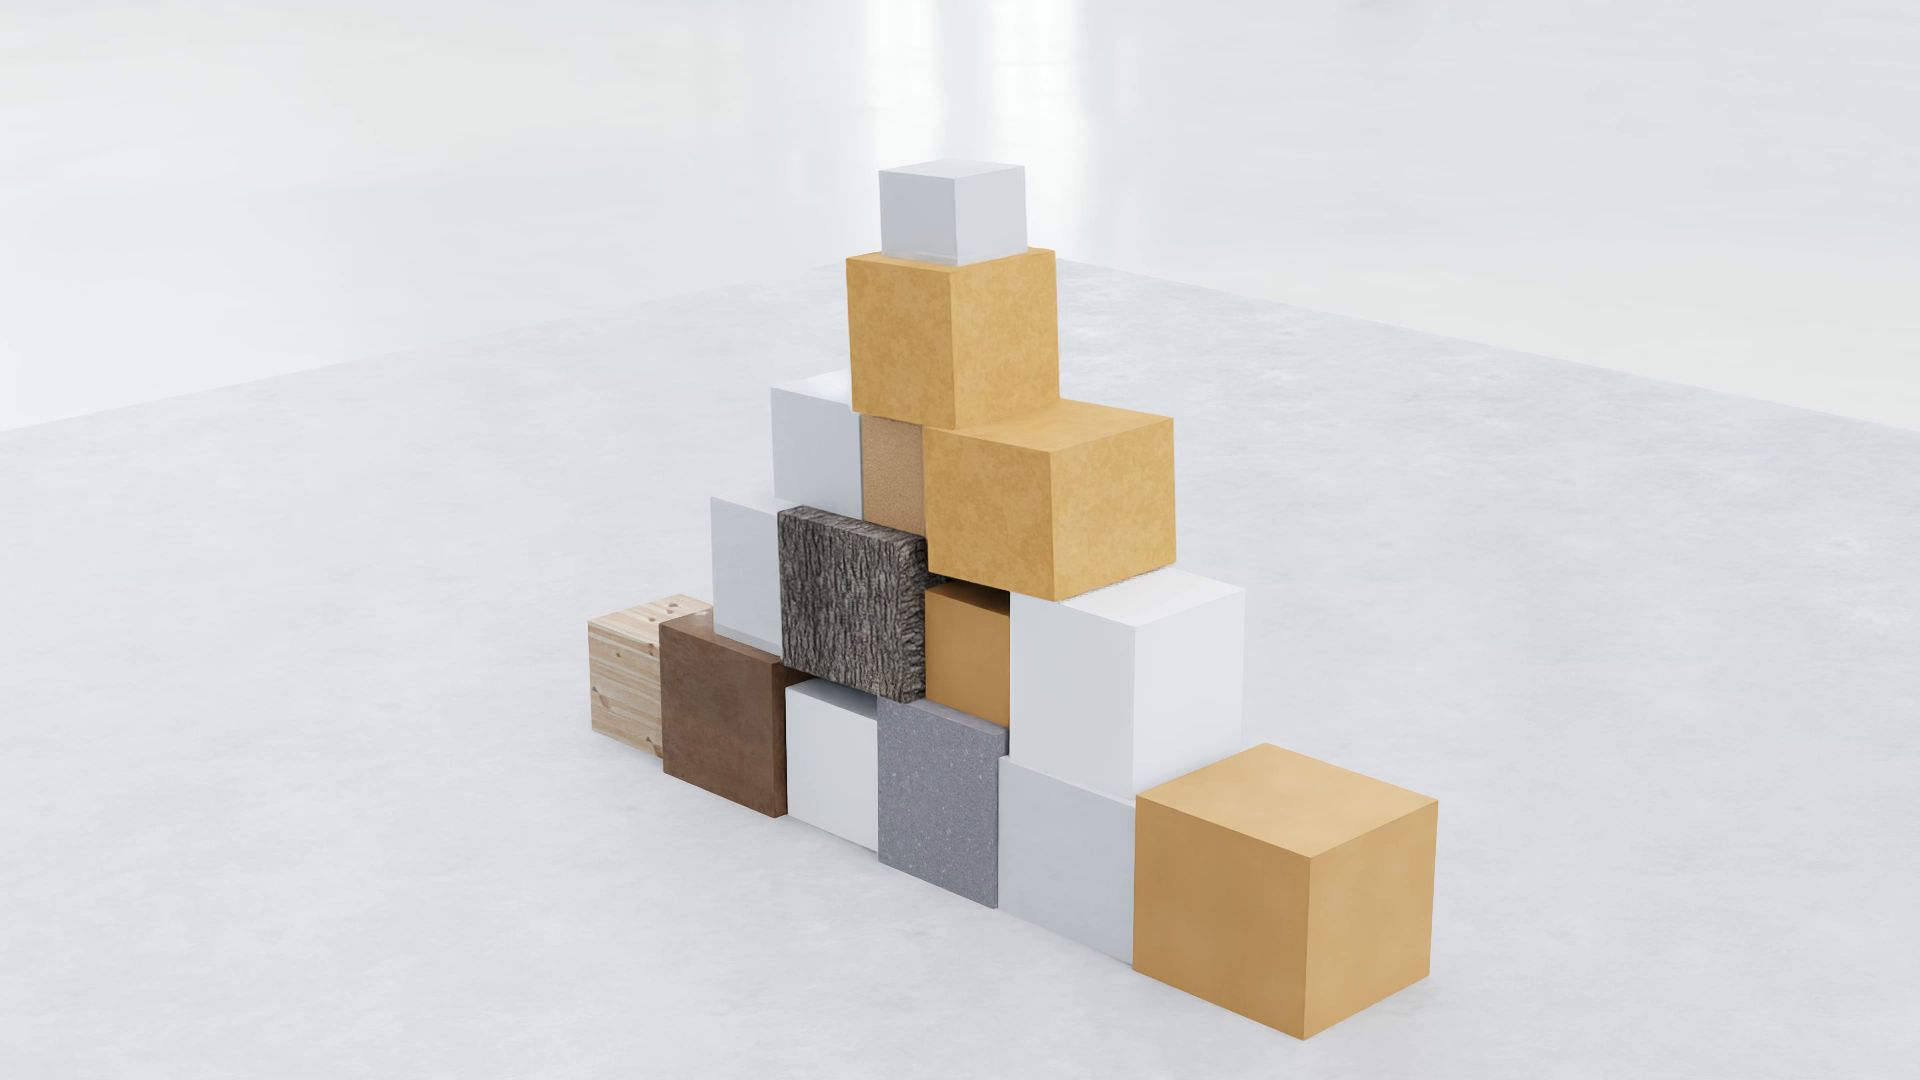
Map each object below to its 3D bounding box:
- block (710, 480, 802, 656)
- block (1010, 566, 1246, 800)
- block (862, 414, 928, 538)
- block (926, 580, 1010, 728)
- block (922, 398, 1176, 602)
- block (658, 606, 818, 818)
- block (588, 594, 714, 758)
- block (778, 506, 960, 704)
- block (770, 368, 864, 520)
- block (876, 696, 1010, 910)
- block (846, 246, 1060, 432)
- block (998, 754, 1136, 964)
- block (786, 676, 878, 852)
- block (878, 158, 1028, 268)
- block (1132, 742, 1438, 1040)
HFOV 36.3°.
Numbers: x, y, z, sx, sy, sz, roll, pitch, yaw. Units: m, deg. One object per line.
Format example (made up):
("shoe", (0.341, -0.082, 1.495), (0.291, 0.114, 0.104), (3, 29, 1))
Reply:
("block", (-0.756, 0.117, 14.177), (0.632, 0.695, 0.619), (-17, 24, -42))
("block", (0.725, 0.582, 12.780), (0.712, 0.780, 0.723), (-17, 24, -42))
("block", (-0.065, -0.355, 13.324), (0.552, 0.532, 0.511), (-17, 22, -42))
("block", (0.245, 0.471, 13.212), (0.567, 0.517, 0.567), (-17, 24, -42))
("block", (0.398, -0.196, 12.884), (0.787, 0.653, 0.764), (-17, 21, -42))
("block", (-0.882, 0.783, 14.539), (0.862, 0.789, 0.835), (-17, 24, -42))
("block", (-1.442, 0.709, 15.086), (0.615, 0.602, 0.706), (-17, 24, -42))
("block", (-0.247, 0.214, 13.670), (0.859, 0.746, 0.815), (-17, 22, -42))
("block", (-0.482, -0.456, 13.692), (0.522, 0.534, 0.600), (-17, 22, -42))
("block", (0.176, 1.088, 13.499), (0.822, 0.831, 0.746), (-17, 24, -42))
("block", (-0.029, -0.929, 13.065), (0.662, 0.697, 0.656), (-17, 21, -42))
("block", (0.746, 1.306, 12.983), (0.800, 0.723, 0.829), (-17, 24, -42))
("block", (-0.339, 1.015, 14.026), (0.683, 0.653, 0.704), (-17, 24, -42))
("block", (-0.030, -1.445, 12.902), (0.437, 0.384, 0.475), (-17, 21, -42))
("block", (1.365, 1.458, 12.362), (0.851, 0.805, 0.928), (-17, 24, -42))
